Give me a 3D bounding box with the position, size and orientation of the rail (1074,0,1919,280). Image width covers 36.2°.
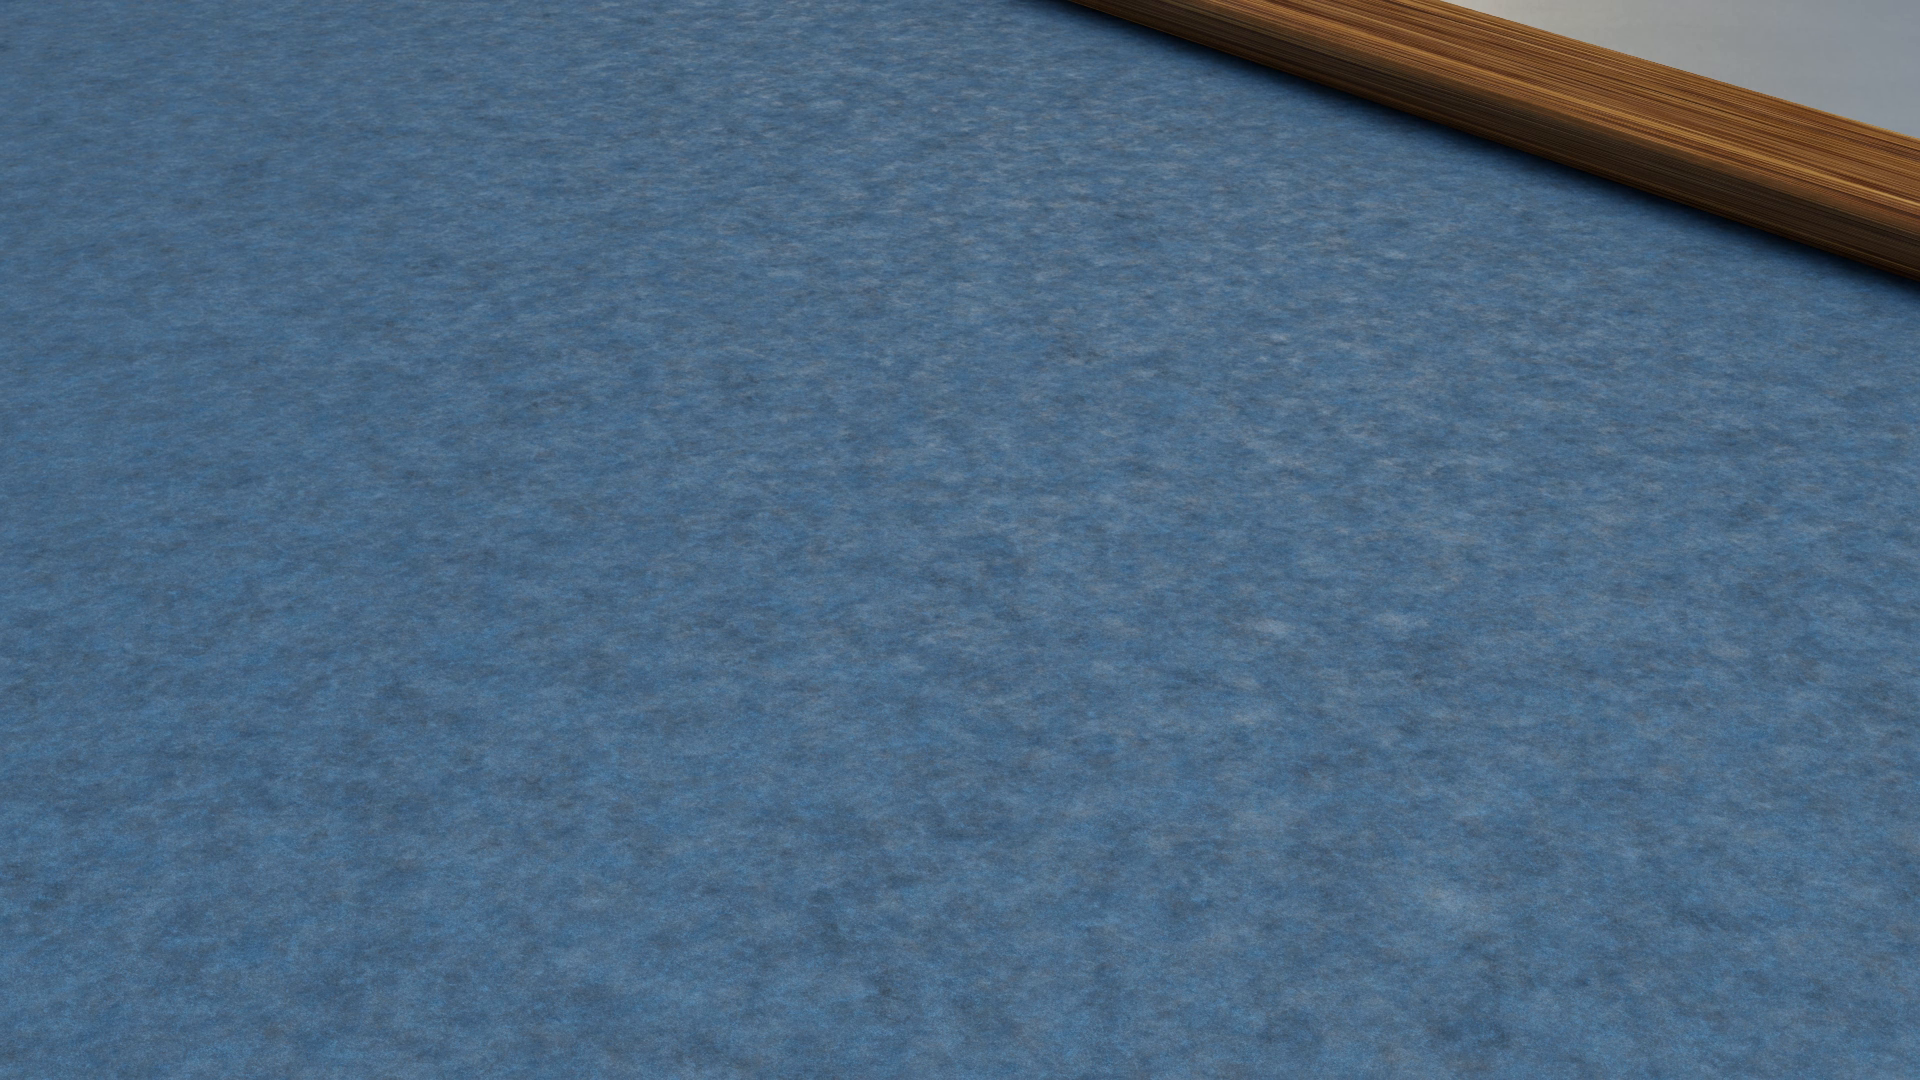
[{"bbox_3d":[0.222,-0.651,3.418,0.045,0.129,4.080,-18,31,-33],"label":"rail"}]
